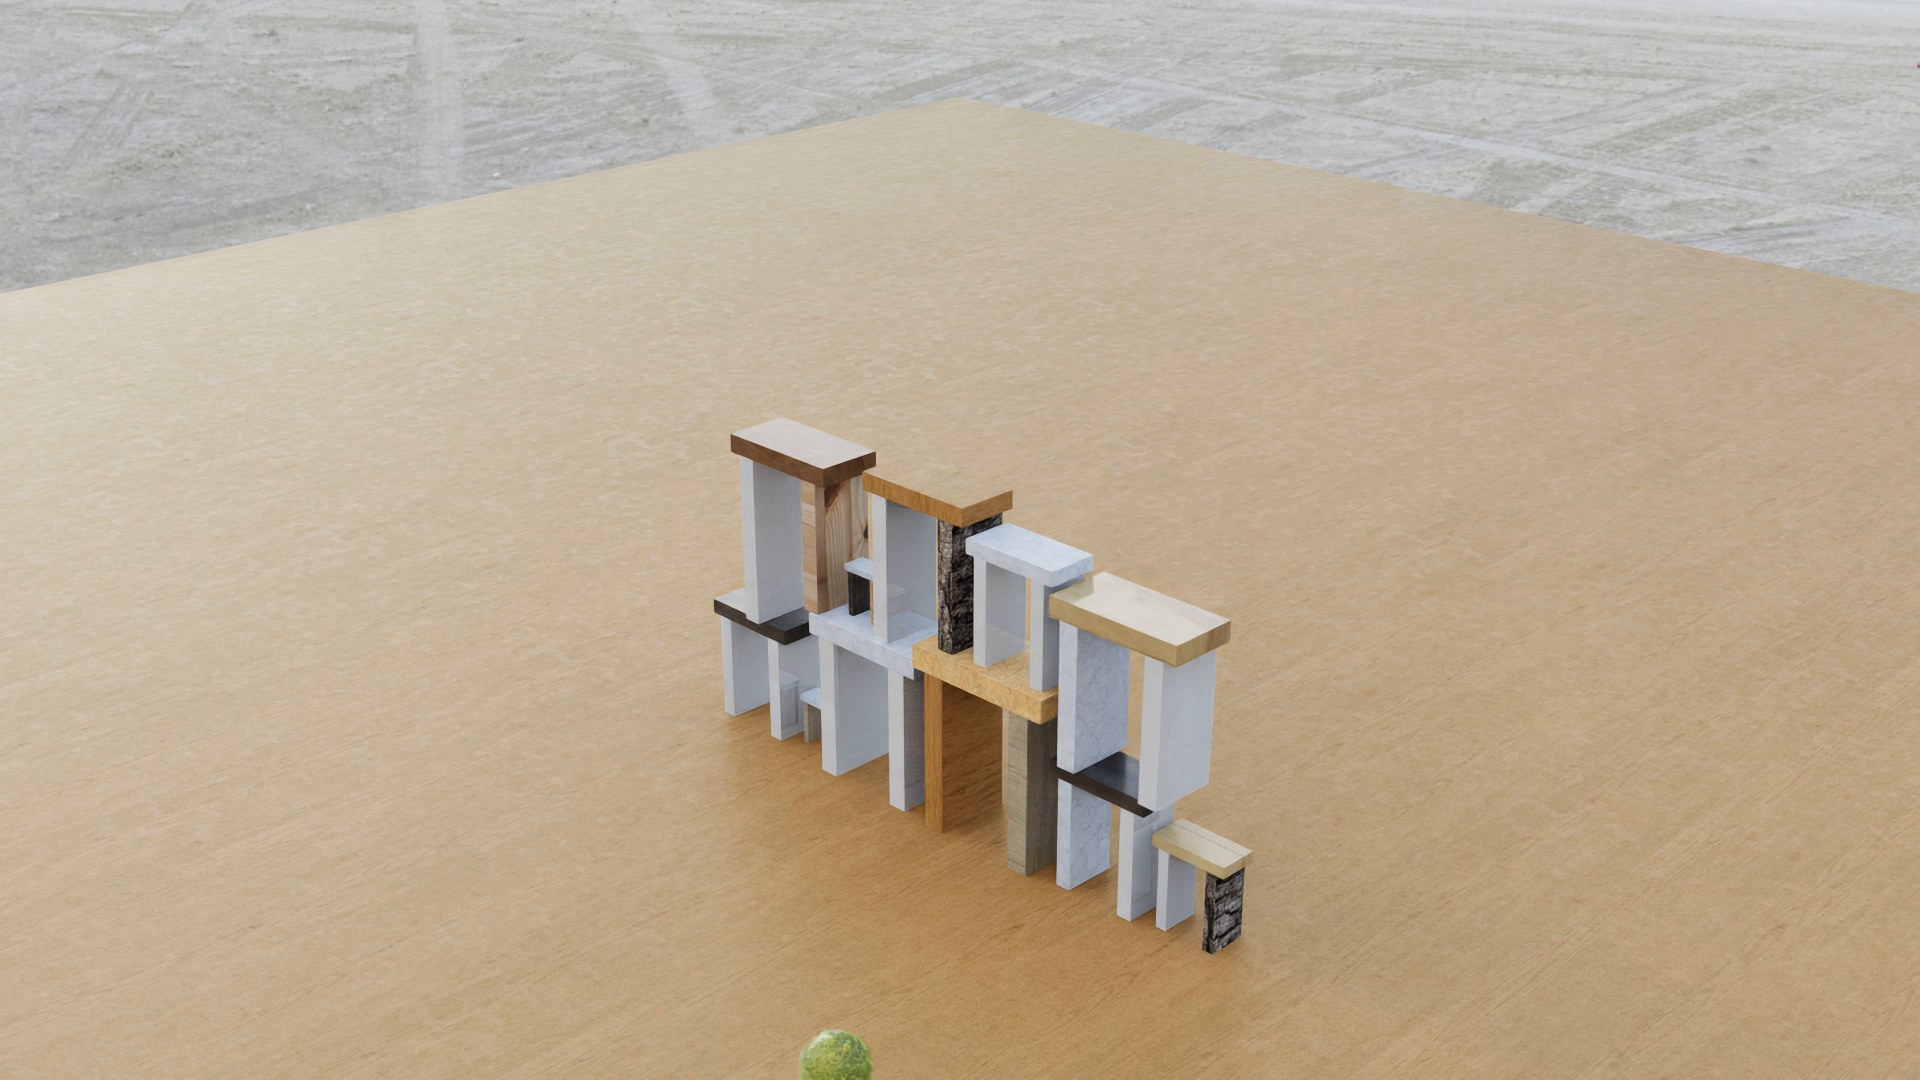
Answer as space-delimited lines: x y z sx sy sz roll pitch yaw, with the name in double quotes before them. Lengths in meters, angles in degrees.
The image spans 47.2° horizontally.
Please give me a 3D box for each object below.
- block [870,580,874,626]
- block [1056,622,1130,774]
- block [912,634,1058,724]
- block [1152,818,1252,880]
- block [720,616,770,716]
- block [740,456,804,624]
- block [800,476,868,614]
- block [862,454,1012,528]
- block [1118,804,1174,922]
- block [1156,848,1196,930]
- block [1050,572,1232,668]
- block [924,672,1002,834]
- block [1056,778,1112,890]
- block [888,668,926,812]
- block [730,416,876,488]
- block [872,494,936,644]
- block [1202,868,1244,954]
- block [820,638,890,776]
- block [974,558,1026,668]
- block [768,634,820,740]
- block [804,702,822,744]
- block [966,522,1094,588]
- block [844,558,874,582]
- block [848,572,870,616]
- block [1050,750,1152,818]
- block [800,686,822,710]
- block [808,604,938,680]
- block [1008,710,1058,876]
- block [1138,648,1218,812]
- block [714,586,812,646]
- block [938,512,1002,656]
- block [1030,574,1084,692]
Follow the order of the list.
"block" -0.160 0.121 4.450 0.014 0.097 0.049 21 31 41
"block" 0.249 0.269 4.070 0.042 0.299 0.149 22 31 40
"block" 0.089 0.249 4.235 0.342 0.048 0.171 21 31 41
"block" 0.439 0.559 3.989 0.166 0.023 0.083 21 31 41
"block" -0.466 0.260 4.846 0.033 0.235 0.117 21 31 41
"block" -0.389 -0.018 4.641 0.041 0.371 0.144 21 31 41
"block" -0.254 -0.004 4.500 0.041 0.287 0.144 21 31 41
"block" -0.045 -0.097 4.239 0.274 0.039 0.137 21 31 41
"block" 0.346 0.583 4.091 0.033 0.230 0.115 21 31 41
"block" 0.400 0.631 4.062 0.023 0.166 0.083 21 31 41
"block" 0.320 0.140 3.938 0.299 0.042 0.149 21 31 41
"block" 0.008 0.398 4.386 0.048 0.342 0.171 21 31 41
"block" 0.237 0.541 4.191 0.033 0.230 0.115 21 31 41
"block" -0.073 0.382 4.465 0.044 0.309 0.154 21 31 41
"block" -0.322 -0.181 4.498 0.144 0.041 0.287 -21 31 -41
"block" -0.110 0.039 4.367 0.137 0.312 0.039 -21 31 -41
"block" 0.478 0.661 3.990 0.023 0.166 0.083 21 31 41
"block" -0.219 0.325 4.599 0.044 0.309 0.154 21 31 41
"block" 0.076 0.122 4.189 0.031 0.221 0.111 21 31 41
"block" -0.355 0.304 4.745 0.033 0.235 0.117 21 31 41
"block" -0.313 0.384 4.732 0.014 0.096 0.048 21 31 41
"block" 0.129 0.026 4.092 0.221 0.031 0.111 21 31 41
"block" -0.183 0.061 4.449 0.097 0.014 0.049 21 31 40
"block" -0.205 0.103 4.492 0.014 0.097 0.049 21 31 41
"block" 0.291 0.441 4.089 0.230 0.033 0.115 21 31 41
"block" -0.290 0.342 4.690 0.096 0.014 0.048 21 31 41
"block" -0.146 0.191 4.464 0.154 0.044 0.309 -21 31 -41
"block" 0.169 0.461 4.237 0.048 0.342 0.171 21 31 41
"block" 0.390 0.324 3.941 0.149 0.299 0.042 -21 32 -41
"block" -0.411 0.159 4.743 0.235 0.033 0.117 21 31 41
"block" 0.020 0.072 4.241 0.039 0.274 0.137 21 31 41
"block" 0.181 0.163 4.093 0.031 0.221 0.111 21 31 41
